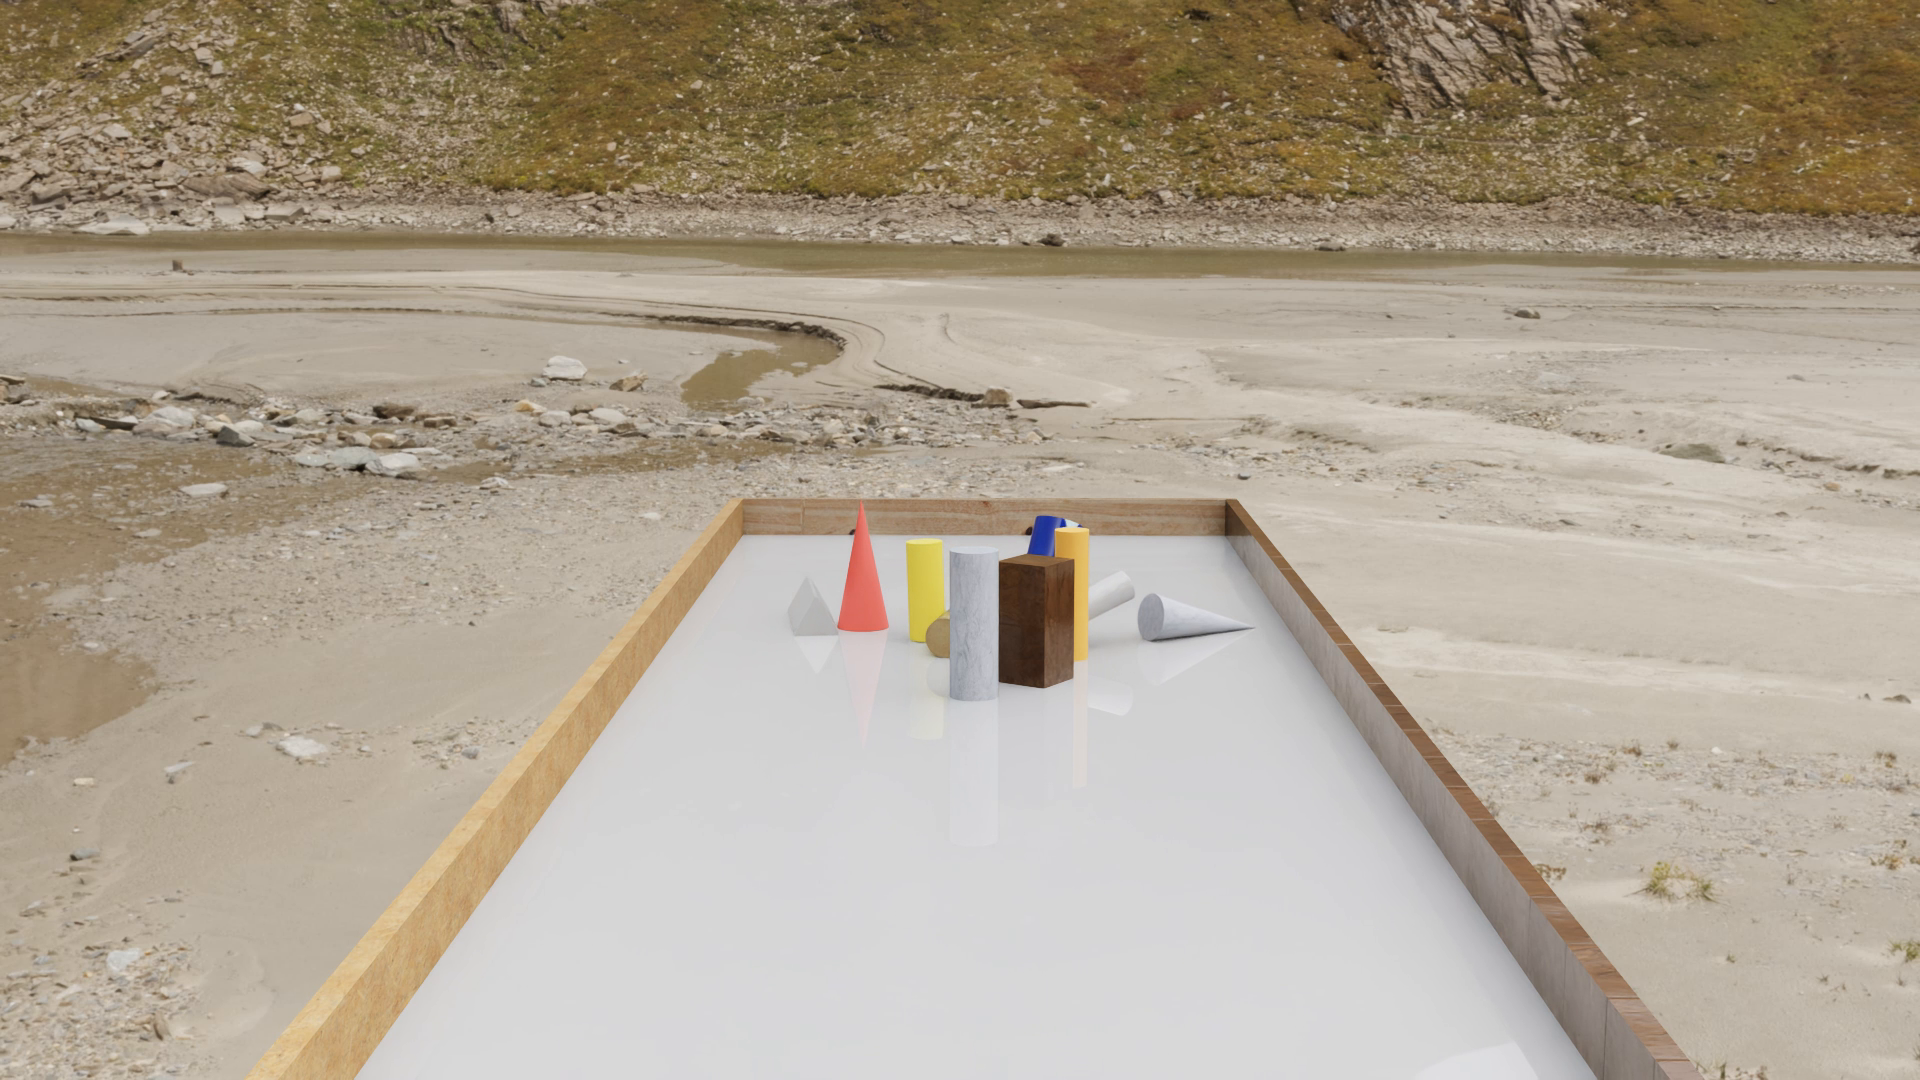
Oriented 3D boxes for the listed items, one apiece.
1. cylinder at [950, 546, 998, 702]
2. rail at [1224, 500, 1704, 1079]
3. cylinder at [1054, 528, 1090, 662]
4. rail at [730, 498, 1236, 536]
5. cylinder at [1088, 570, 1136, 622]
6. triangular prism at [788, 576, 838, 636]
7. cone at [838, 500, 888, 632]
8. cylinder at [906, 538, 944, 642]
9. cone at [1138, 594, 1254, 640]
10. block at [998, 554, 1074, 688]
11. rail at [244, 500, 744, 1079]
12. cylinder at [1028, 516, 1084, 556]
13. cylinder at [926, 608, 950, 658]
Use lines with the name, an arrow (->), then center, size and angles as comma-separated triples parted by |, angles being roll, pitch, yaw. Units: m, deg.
cylinder -> 0.040, 0.234, 6.190 | 0.138, 0.420, 0.138 | 0, 9, 0
rail -> 1.046, 0.843, 3.208 | 0.050, 0.150, 12.000 | 0, 9, 1
cylinder -> 0.340, 0.165, 6.702 | 0.104, 0.397, 0.104 | 0, 9, 0
rail -> 0.099, -0.098, 9.147 | 2.100, 0.150, 0.050 | 0, 9, 1
cylinder -> 0.347, 0.225, 6.849 | 0.418, 0.100, 0.100 | -25, 19, -22
triangular prism -> -0.488, 0.212, 7.262 | 0.141, 0.122, 0.414 | -1, 9, -8
cone -> -0.319, 0.075, 7.180 | 0.170, 0.424, 0.170 | 0, 9, 0
cylinder -> -0.108, 0.159, 6.992 | 0.116, 0.313, 0.116 | -2, 8, 0
cone -> 0.790, 0.266, 7.092 | 0.422, 0.151, 0.151 | 7, 5, -29
block -> 0.219, 0.234, 6.400 | 0.165, 0.355, 0.165 | 6, 11, 33
rail -> -1.004, 0.839, 3.234 | 0.050, 0.150, 12.000 | 0, 9, 1
cylinder -> 0.277, 0.118, 7.001 | 0.160, 0.361, 0.160 | 13, -12, 3
cylinder -> -0.003, 0.270, 6.913 | 0.123, 0.123, 0.397 | 2, 9, 12
